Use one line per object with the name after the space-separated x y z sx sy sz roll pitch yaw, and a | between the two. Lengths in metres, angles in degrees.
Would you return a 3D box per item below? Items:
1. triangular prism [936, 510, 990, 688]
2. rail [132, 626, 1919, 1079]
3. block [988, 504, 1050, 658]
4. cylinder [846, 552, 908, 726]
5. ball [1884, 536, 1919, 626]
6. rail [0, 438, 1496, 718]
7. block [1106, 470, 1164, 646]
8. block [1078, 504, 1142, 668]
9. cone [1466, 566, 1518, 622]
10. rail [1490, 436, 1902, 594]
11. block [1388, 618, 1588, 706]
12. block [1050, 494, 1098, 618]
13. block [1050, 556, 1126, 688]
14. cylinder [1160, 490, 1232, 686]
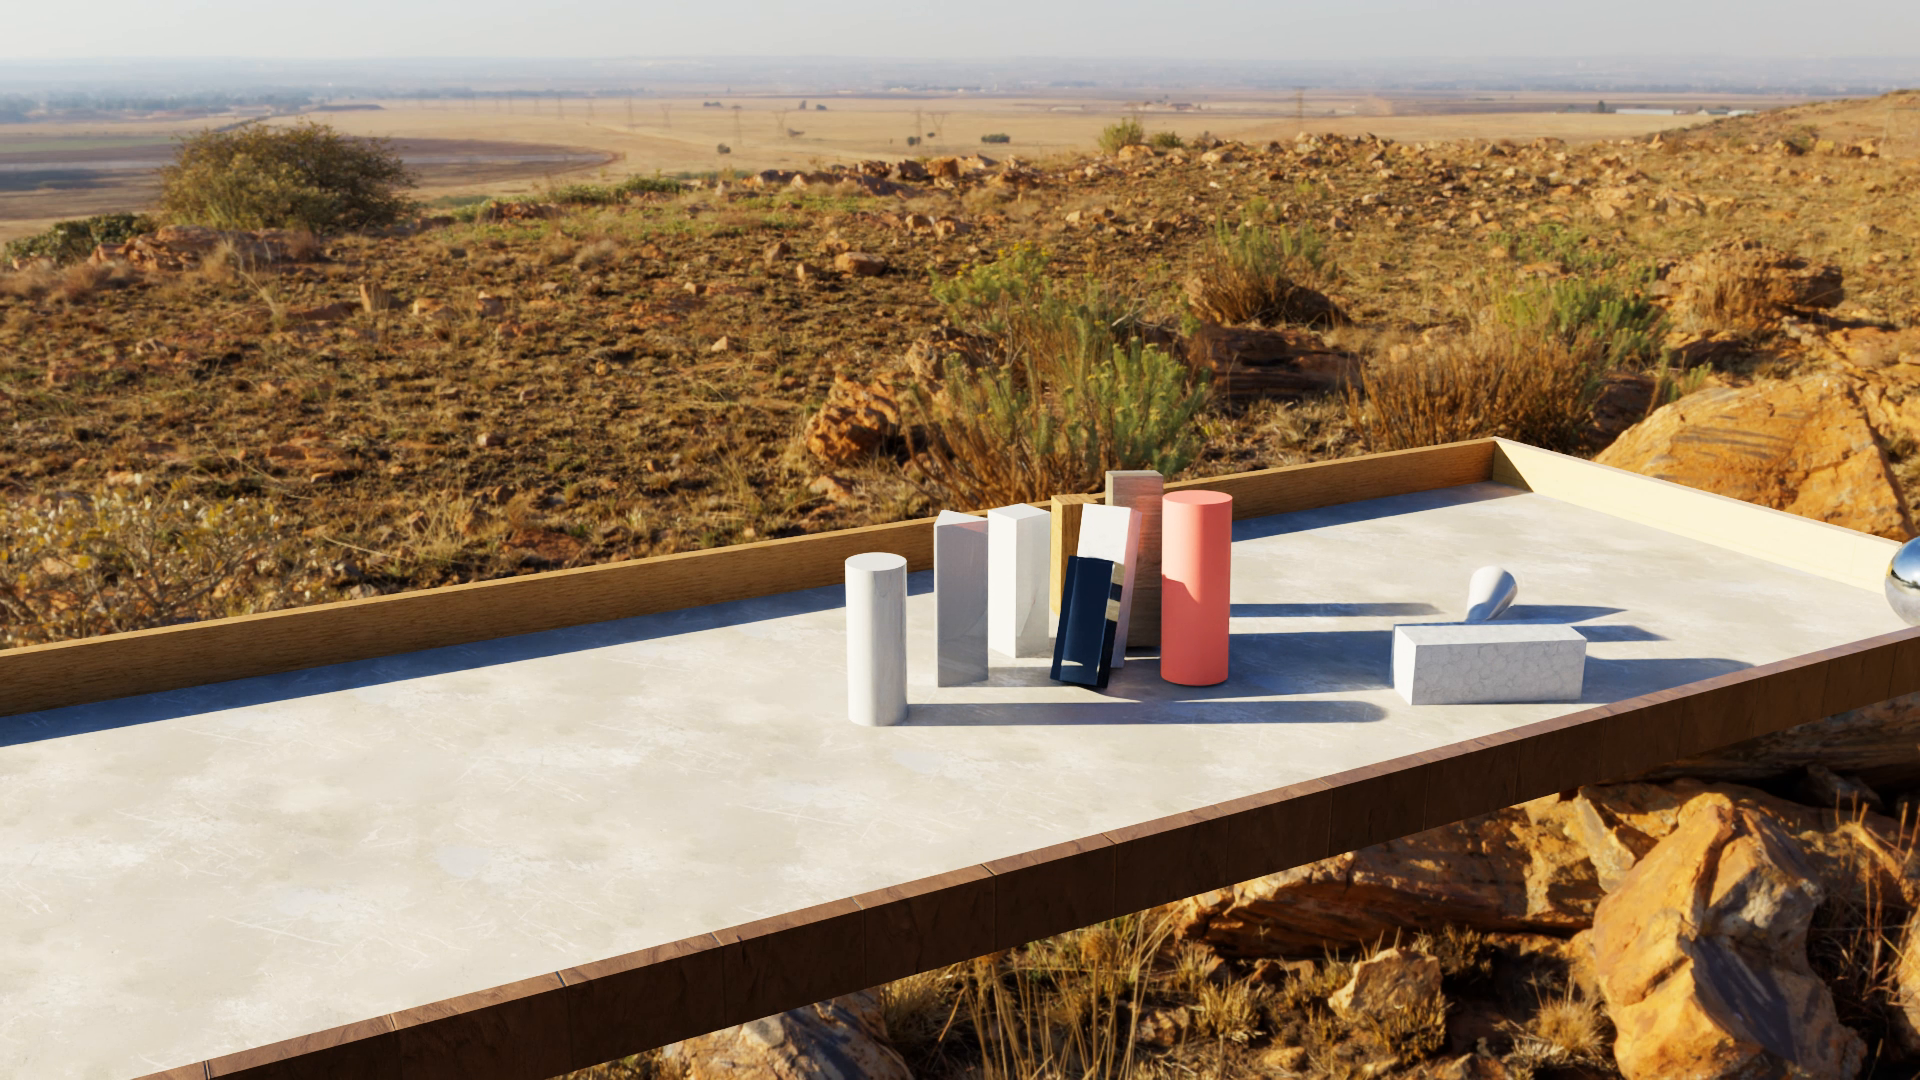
-0.018 0.142 4.127 0.143 0.419 0.124 -7 18 -22 | triangular prism
-2.336 1.006 1.665 12.000 0.150 0.050 -9 18 -27 | rail
0.154 0.106 4.328 0.116 0.376 0.116 -12 20 -36 | block
-0.195 0.234 3.880 0.142 0.383 0.142 0 16 0 | cylinder
2.660 0.117 4.466 0.277 0.277 0.277 0 16 0 | ball
-3.305 0.497 3.399 12.000 0.150 0.050 -9 18 -27 | rail
0.460 0.047 4.371 0.132 0.450 0.132 -1 8 -3 | block
0.367 0.118 4.209 0.123 0.402 0.123 6 -2 21 | block
1.421 0.211 4.522 0.131 0.131 0.383 9 28 27 | cone
2.466 -0.048 5.253 0.050 0.150 2.100 -9 18 -27 | rail
1.297 0.299 4.064 0.428 0.155 0.155 -2 16 -5 | block
0.318 0.045 4.619 0.103 0.329 0.103 -4 17 -12 | block
0.317 0.203 4.082 0.115 0.307 0.115 7 -6 21 | block
0.590 0.118 4.123 0.170 0.459 0.170 -1 13 0 | cylinder
